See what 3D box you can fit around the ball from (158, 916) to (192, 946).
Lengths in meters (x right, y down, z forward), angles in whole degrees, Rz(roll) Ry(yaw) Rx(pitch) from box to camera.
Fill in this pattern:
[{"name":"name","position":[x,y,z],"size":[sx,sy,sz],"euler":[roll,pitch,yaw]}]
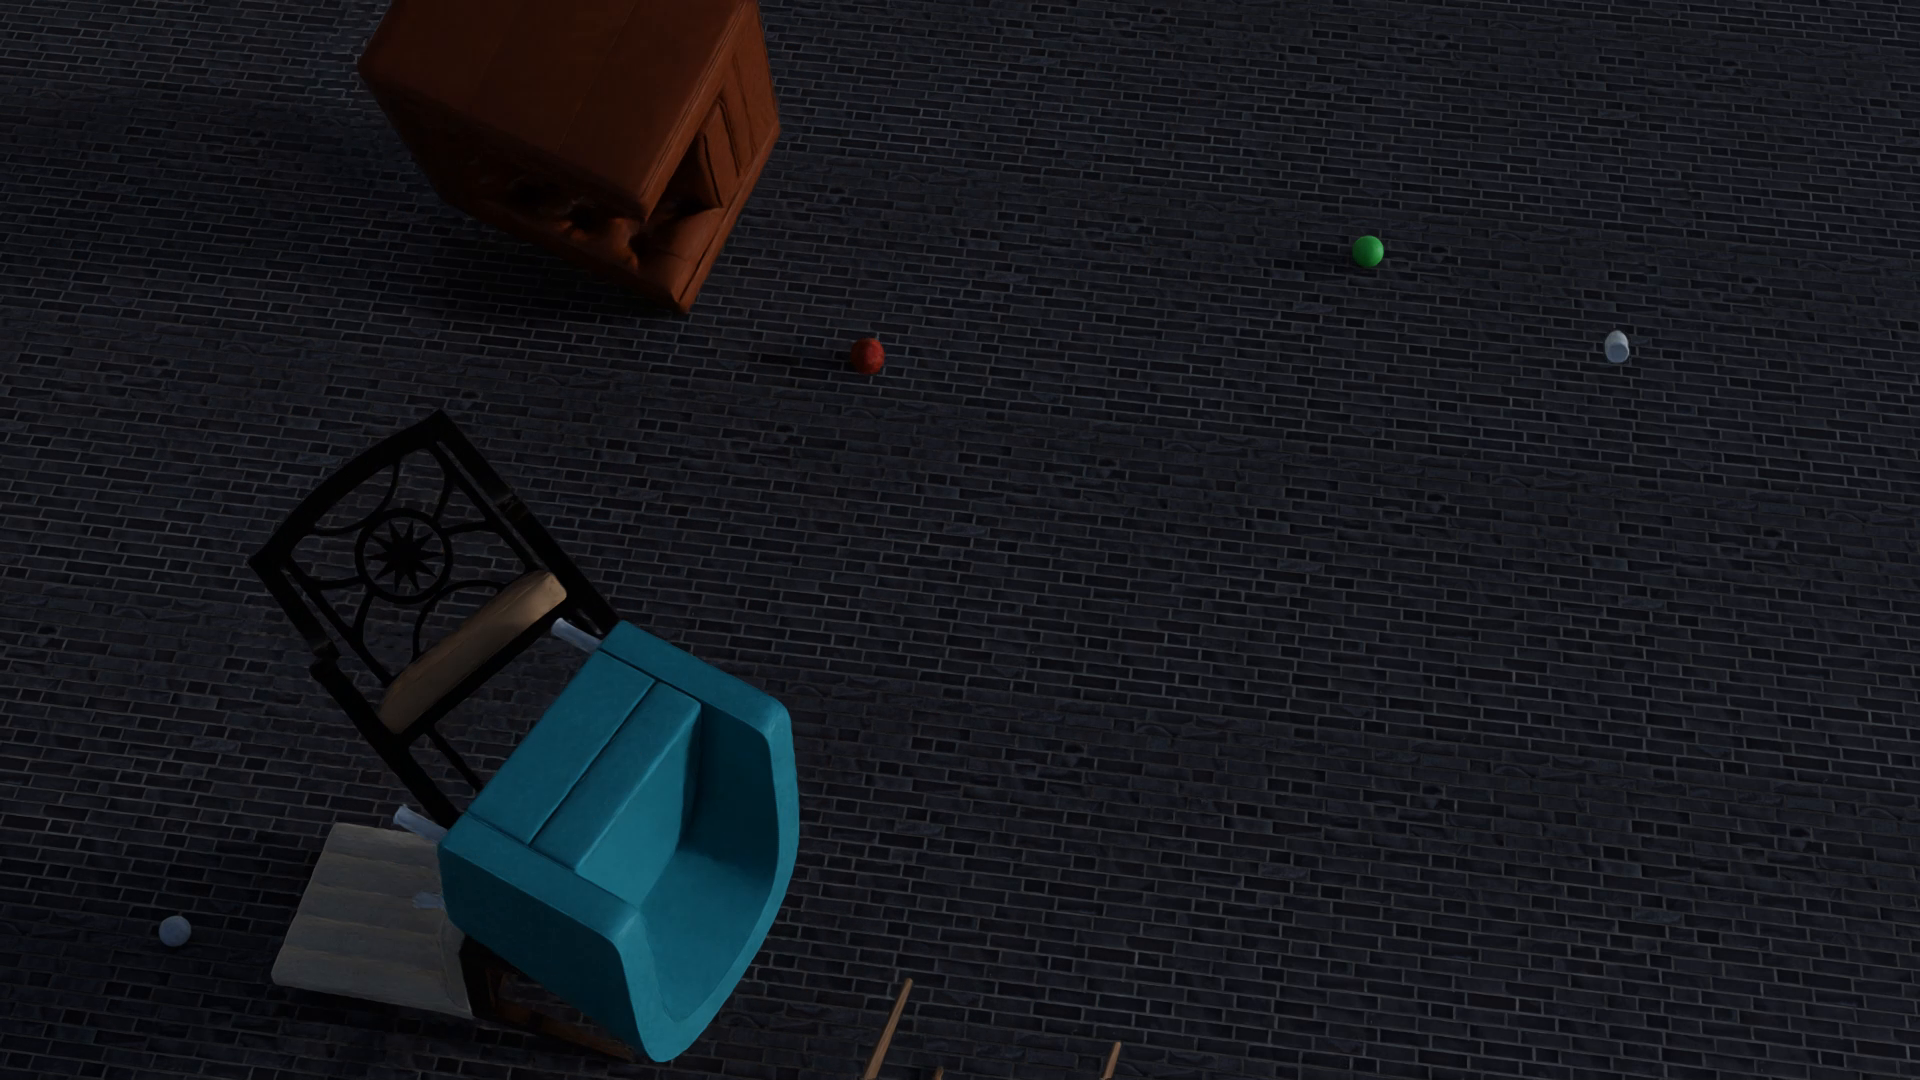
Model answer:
[{"name":"ball","position":[-2.081,1.037,5.829],"size":[0.082,0.082,0.082],"euler":[0,56,0]}]

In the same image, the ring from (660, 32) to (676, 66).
[{"name":"ring","position":[-1.016,-1.706,7.642],"size":[0.029,0.130,0.102],"euler":[-12,46,3]}]

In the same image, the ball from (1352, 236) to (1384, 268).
[{"name":"ball","position":[1.324,-0.937,7.141],"size":[0.104,0.104,0.104],"euler":[0,56,0]}]
